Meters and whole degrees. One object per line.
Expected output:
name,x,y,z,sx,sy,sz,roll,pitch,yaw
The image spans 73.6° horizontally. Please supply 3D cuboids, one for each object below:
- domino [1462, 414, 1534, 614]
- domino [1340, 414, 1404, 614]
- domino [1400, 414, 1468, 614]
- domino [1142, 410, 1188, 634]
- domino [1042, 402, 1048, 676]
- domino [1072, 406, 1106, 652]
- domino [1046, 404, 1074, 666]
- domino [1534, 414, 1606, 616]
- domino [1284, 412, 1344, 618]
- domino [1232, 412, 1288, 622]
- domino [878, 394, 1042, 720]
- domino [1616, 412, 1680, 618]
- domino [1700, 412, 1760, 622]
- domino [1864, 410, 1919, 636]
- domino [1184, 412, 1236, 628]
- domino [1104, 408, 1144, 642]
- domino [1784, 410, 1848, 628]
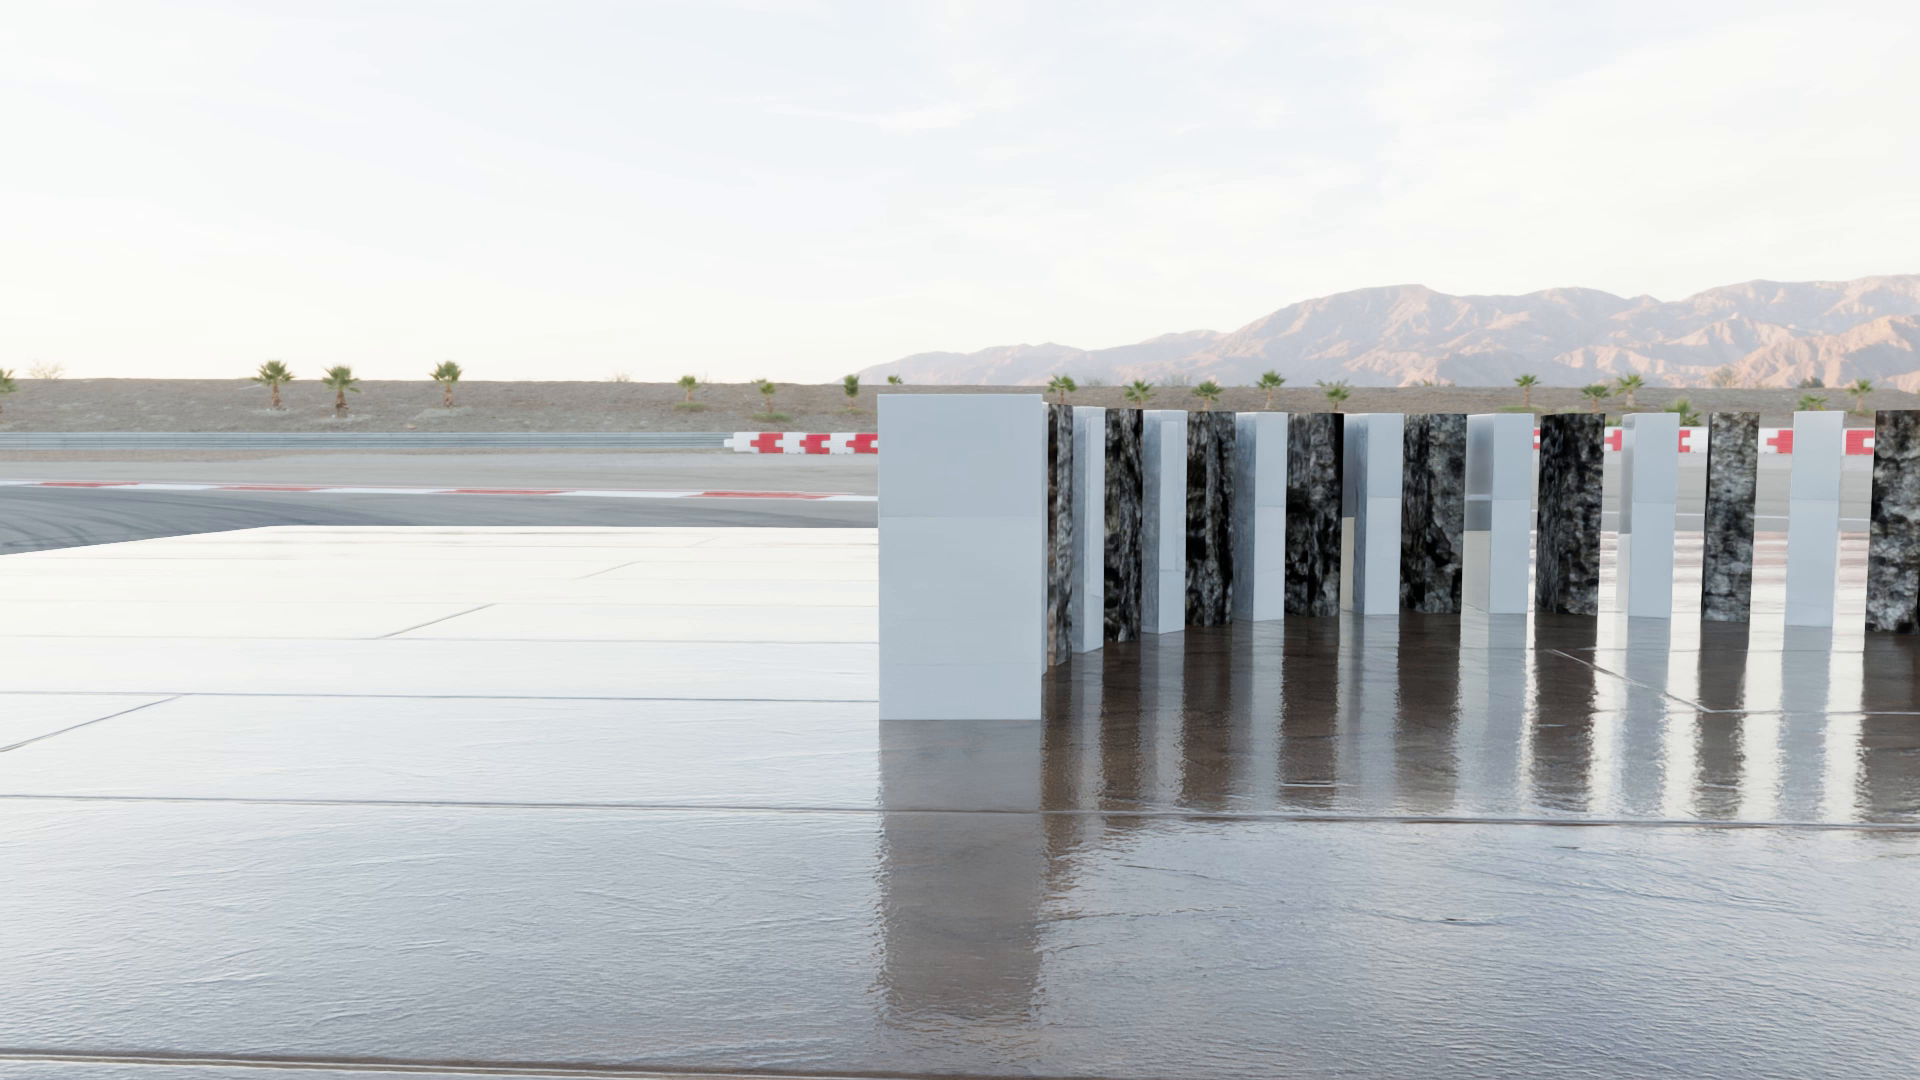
domino,0.139,-0.007,0.333,0.010,0.050,0.025,0,4,4
domino,0.103,-0.007,0.331,0.010,0.050,0.025,-1,4,-12
domino,0.121,-0.007,0.333,0.009,0.050,0.025,0,4,-3
domino,0.039,-0.005,0.298,0.009,0.050,0.025,-4,6,-43
domino,0.003,0.000,0.237,0.025,0.050,0.010,1,4,14
domino,0.017,-0.003,0.270,0.025,0.050,0.009,3,5,30
domino,0.009,-0.001,0.254,0.025,0.050,0.009,2,5,23
domino,0.157,-0.007,0.330,0.010,0.050,0.025,1,4,12
domino,0.085,-0.007,0.326,0.009,0.050,0.025,-2,5,-19
domino,0.069,-0.006,0.319,0.009,0.050,0.025,-2,5,-27
domino,0.000,0.002,0.201,0.025,0.050,0.009,0,4,0
domino,0.174,-0.007,0.325,0.009,0.050,0.025,2,5,21
domino,0.190,-0.006,0.318,0.010,0.050,0.025,2,5,28
domino,0.219,-0.005,0.296,0.025,0.050,0.009,-4,6,-42
domino,0.053,-0.006,0.309,0.010,0.050,0.025,-3,5,-36
domino,0.027,-0.004,0.285,0.025,0.050,0.010,3,5,39
domino,0.206,-0.006,0.308,0.009,0.050,0.025,3,5,36
